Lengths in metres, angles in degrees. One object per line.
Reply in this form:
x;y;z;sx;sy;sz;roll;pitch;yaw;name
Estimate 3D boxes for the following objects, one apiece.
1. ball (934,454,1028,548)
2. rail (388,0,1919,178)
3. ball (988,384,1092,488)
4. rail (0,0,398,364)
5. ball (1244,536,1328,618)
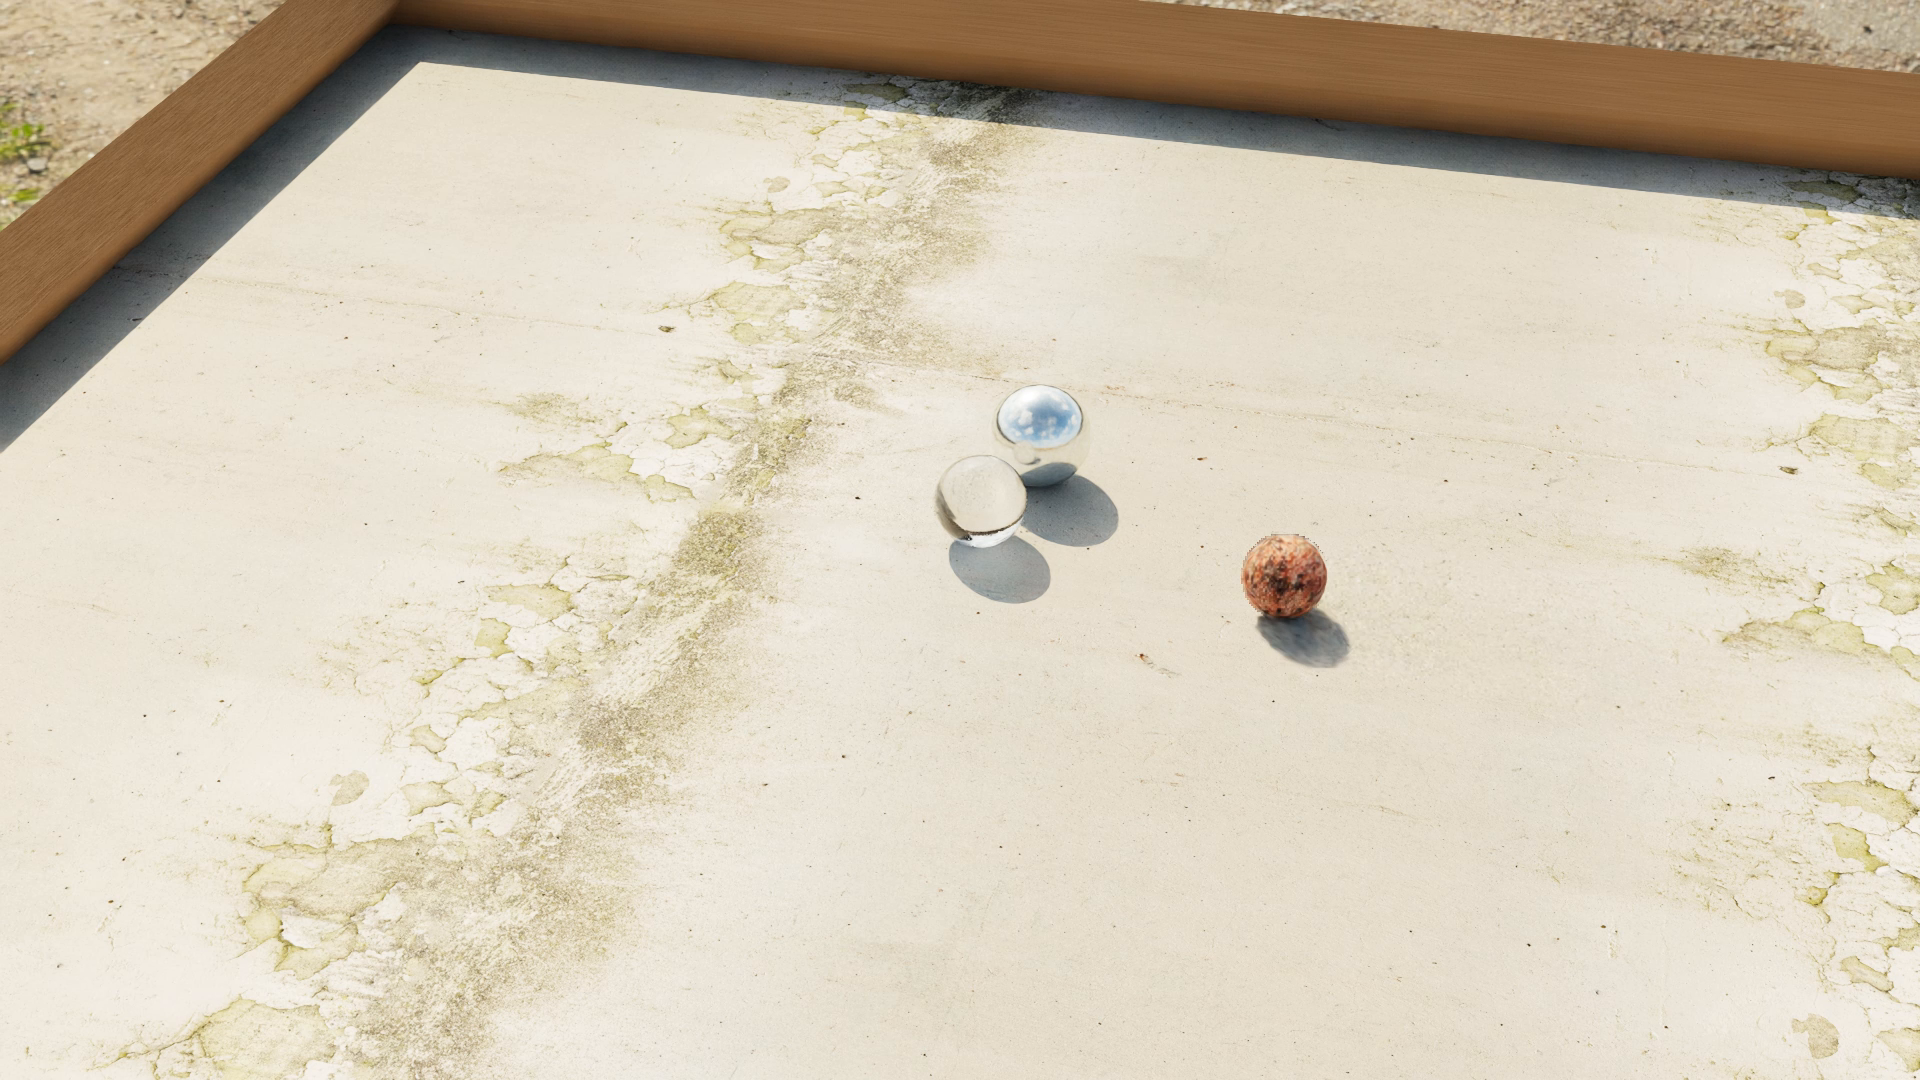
0.016;-0.031;2.053;0.075;0.075;0.075;0;34;0;ball
1.121;-0.385;2.548;3.693;0.112;0.045;8;35;12;rail
0.066;-0.087;2.127;0.086;0.086;0.086;0;34;0;ball
-0.872;-0.136;2.175;0.045;0.112;1.892;8;35;12;rail
0.250;0.028;1.974;0.064;0.064;0.064;0;34;0;ball
